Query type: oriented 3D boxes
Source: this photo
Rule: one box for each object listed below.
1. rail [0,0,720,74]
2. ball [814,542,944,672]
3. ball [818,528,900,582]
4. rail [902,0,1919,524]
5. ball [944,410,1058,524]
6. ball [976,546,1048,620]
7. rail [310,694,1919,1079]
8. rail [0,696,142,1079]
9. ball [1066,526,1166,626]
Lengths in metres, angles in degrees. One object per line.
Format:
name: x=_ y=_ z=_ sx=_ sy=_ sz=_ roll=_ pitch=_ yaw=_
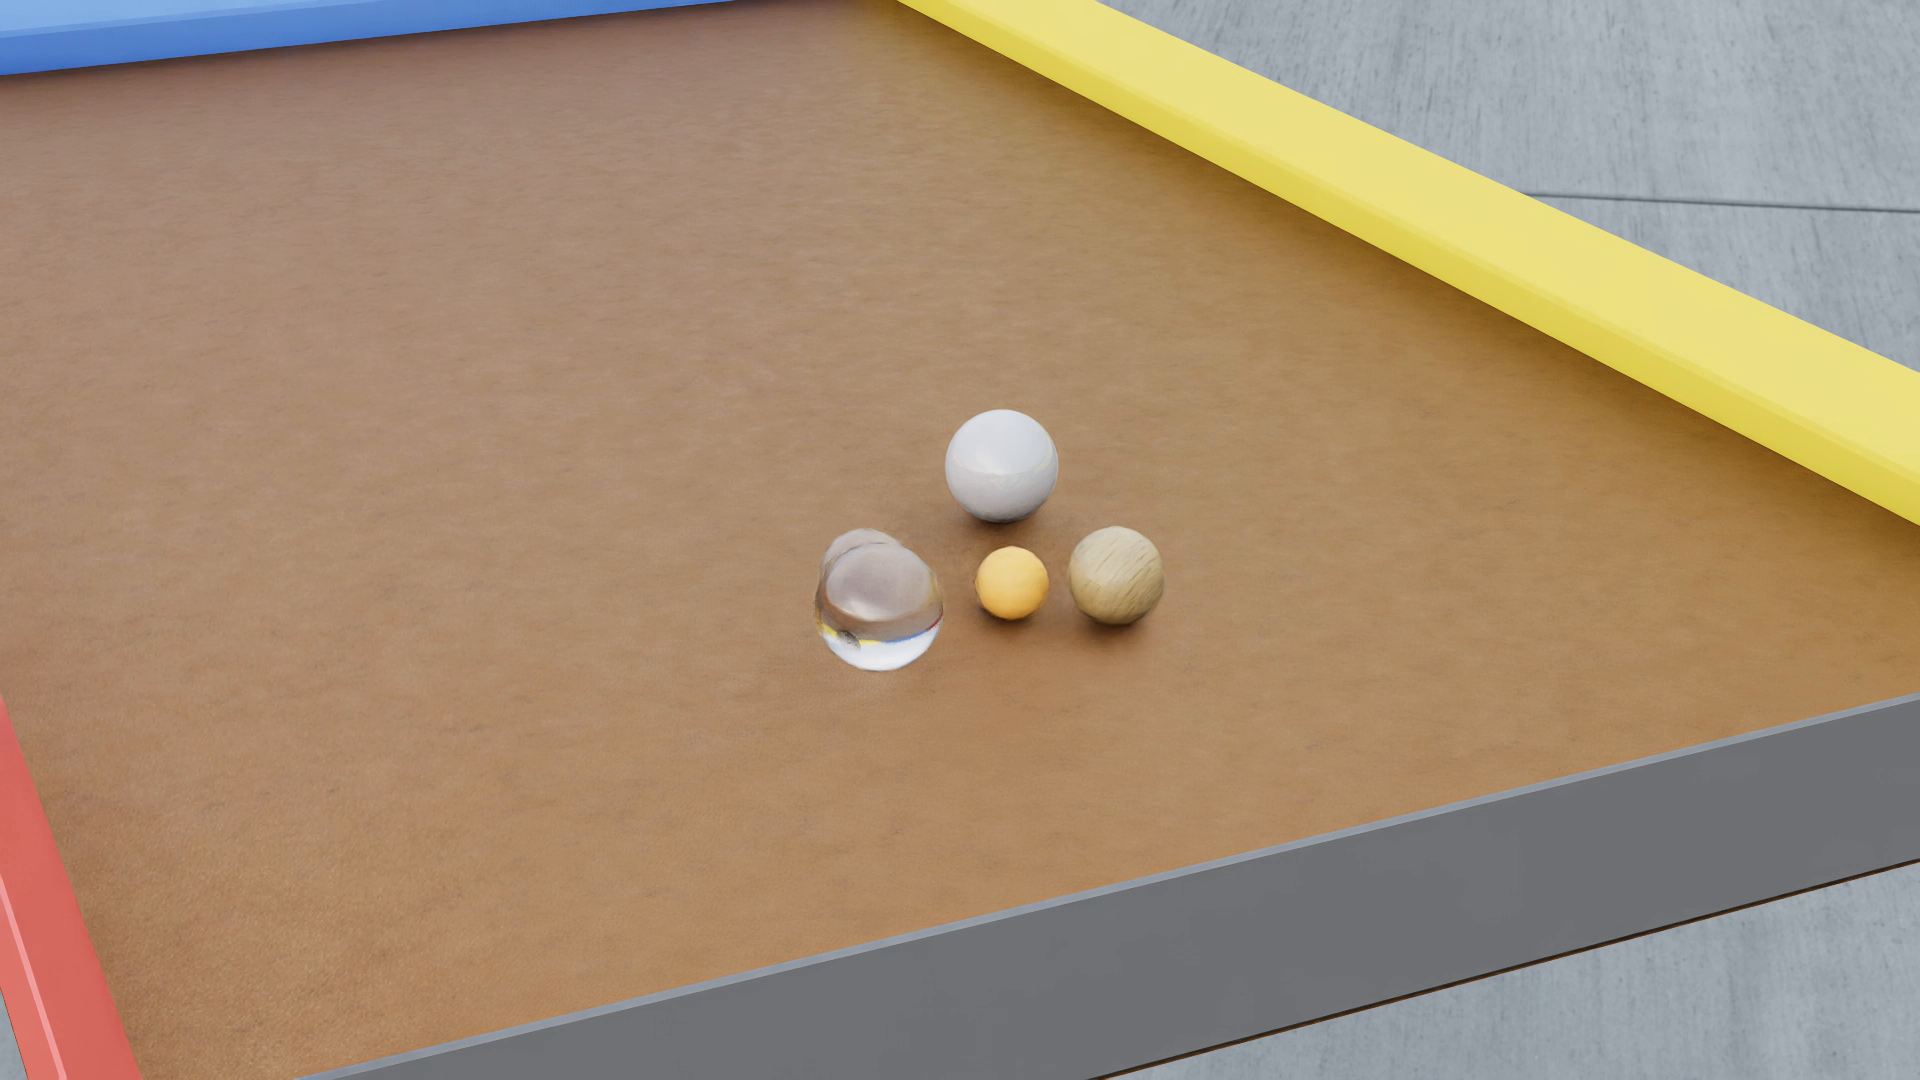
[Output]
rail: x=-0.796 y=-0.703 z=3.807 sx=1.503 sy=0.121 sz=0.045 roll=-10 pitch=25 yaw=-23
ball: x=-0.058 y=0.048 z=2.105 sx=0.093 sy=0.093 sz=0.093 roll=0 pitch=23 yaw=0
ball: x=-0.071 y=0.026 z=2.184 sx=0.070 sy=0.070 sz=0.070 roll=0 pitch=23 yaw=0
rail: x=0.392 y=-0.372 z=3.040 sx=0.045 sy=0.121 sz=2.561 roll=-10 pitch=25 yaw=-23
ball: x=0.034 y=-0.059 z=2.355 sx=0.091 sy=0.091 sz=0.091 roll=0 pitch=23 yaw=0
ball: x=0.039 y=0.032 z=2.190 sx=0.054 sy=0.054 sz=0.054 roll=0 pitch=23 yaw=0
rail: x=0.259 y=0.201 z=1.713 sx=1.503 sy=0.121 sz=0.045 roll=-10 pitch=25 yaw=-23
rail: x=-0.929 y=-0.130 z=2.479 sx=0.045 sy=0.121 sz=2.561 roll=-10 pitch=25 yaw=-23
ball: x=0.116 y=0.026 z=2.180 sx=0.073 sy=0.073 sz=0.073 roll=0 pitch=23 yaw=0
